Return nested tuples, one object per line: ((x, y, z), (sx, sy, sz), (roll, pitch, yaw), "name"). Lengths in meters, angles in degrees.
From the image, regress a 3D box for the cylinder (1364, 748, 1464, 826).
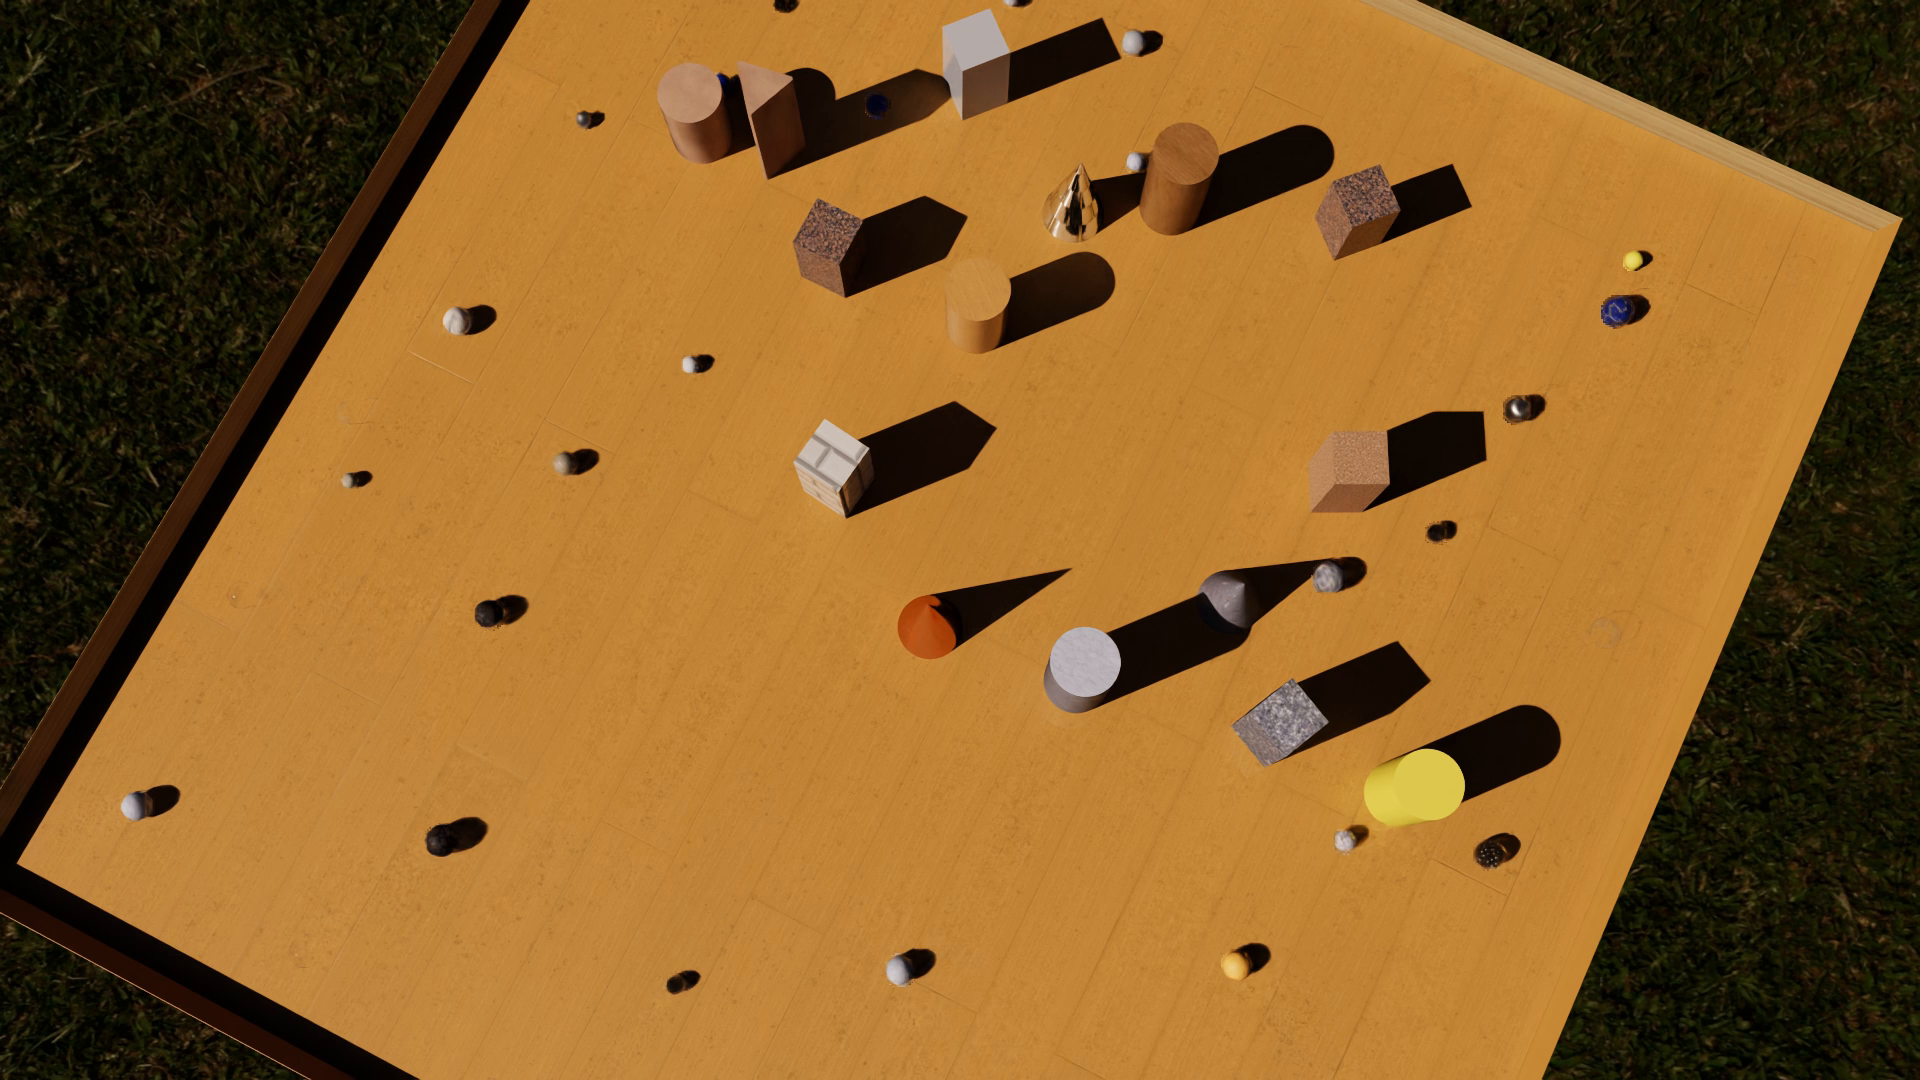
((1.302, 0.717, 5.274), (0.198, 0.381, 0.198), (0, 78, 0), "cylinder")

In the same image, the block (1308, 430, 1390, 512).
((1.156, -0.200, 5.466), (0.158, 0.375, 0.158), (0, 78, 0), "block")

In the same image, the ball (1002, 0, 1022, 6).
((0.169, -1.769, 5.946), (0.072, 0.072, 0.072), (0, 78, 0), "ball")

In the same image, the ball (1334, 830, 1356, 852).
((1.136, 0.886, 5.400), (0.064, 0.064, 0.064), (0, 78, 0), "ball")

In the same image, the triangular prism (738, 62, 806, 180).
((-0.606, -1.310, 5.640), (0.171, 0.486, 0.148), (-42, 81, -8), "triangular prism")

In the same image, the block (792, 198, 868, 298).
((-0.395, -0.897, 5.648), (0.158, 0.301, 0.158), (27, 80, 5), "block")

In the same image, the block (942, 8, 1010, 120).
((0.049, -1.486, 5.744), (0.158, 0.353, 0.158), (-22, 79, -5), "block")

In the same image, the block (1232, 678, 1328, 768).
((0.923, 0.534, 5.317), (0.158, 0.369, 0.158), (-37, 81, -7), "block")

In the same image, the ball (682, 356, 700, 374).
((-0.837, -0.545, 5.701), (0.056, 0.056, 0.056), (0, 78, 0), "ball")

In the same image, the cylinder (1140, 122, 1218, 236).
((0.669, -1.104, 5.635), (0.198, 0.412, 0.198), (0, 78, 0), "cylinder")

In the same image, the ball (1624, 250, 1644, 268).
((2.123, -0.882, 5.770), (0.057, 0.057, 0.057), (0, 78, 0), "ball")

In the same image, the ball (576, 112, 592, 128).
((-1.205, -1.347, 5.869), (0.052, 0.052, 0.052), (0, 78, 0), "ball")

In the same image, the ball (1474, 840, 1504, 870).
((1.556, 0.924, 5.382), (0.085, 0.085, 0.085), (0, 78, 0), "ball")

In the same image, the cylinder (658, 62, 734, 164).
((-0.824, -1.332, 5.734), (0.198, 0.309, 0.198), (0, 78, 0), "cylinder")

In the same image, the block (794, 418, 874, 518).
((-0.372, -0.209, 5.477), (0.158, 0.359, 0.158), (34, 80, 7), "block")

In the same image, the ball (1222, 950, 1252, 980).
((0.805, 1.235, 5.318), (0.085, 0.085, 0.085), (0, 78, 0), "ball")

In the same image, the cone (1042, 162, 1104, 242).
((0.360, -1.081, 5.631), (0.198, 0.410, 0.198), (0, 78, 0), "cone")

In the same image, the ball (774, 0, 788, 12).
((-0.583, -1.738, 5.953), (0.045, 0.045, 0.045), (0, 78, 0), "ball")

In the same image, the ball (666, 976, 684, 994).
((-0.827, 1.292, 5.321), (0.055, 0.055, 0.055), (0, 78, 0), "ball")

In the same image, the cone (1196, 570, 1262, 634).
((0.819, 0.157, 5.424), (0.198, 0.314, 0.198), (0, 78, 0), "cone")

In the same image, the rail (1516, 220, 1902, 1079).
((1.917, 0.945, 5.354), (0.045, 0.128, 4.434), (26, 80, 5), "rail")

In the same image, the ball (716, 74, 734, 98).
((-0.768, -1.450, 5.864), (0.086, 0.086, 0.086), (0, 78, 0), "ball")

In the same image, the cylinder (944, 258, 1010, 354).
((0.053, -0.712, 5.599), (0.198, 0.322, 0.198), (0, 78, 0), "cylinder")

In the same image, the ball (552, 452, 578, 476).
((-1.212, -0.234, 5.626), (0.076, 0.076, 0.076), (0, 78, 0), "ball")

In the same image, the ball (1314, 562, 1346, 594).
((1.120, 0.113, 5.543), (0.099, 0.099, 0.099), (0, 78, 0), "ball")

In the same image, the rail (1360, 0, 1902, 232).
((0.981, -1.914, 5.946), (4.333, 0.128, 0.045), (26, 80, 5), "rail")

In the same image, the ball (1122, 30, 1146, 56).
((0.562, -1.604, 5.908), (0.080, 0.080, 0.080), (0, 78, 0), "ball")

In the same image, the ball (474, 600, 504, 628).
((-1.421, 0.223, 5.526), (0.087, 0.087, 0.087), (0, 78, 0), "ball")

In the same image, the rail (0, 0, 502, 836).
((-1.917, -0.932, 5.743), (0.045, 0.128, 4.434), (26, 80, 5), "rail")

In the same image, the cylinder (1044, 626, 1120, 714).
((0.350, 0.382, 5.324), (0.198, 0.418, 0.198), (0, 78, 0), "cylinder")

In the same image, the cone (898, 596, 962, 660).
((-0.091, 0.221, 5.356), (0.198, 0.421, 0.198), (0, 78, 0), "cone")

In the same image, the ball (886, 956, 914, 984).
((-0.174, 1.248, 5.316), (0.083, 0.083, 0.083), (0, 78, 0), "ball")

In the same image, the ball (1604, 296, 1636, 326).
((2.056, -0.714, 5.716), (0.094, 0.094, 0.094), (0, 78, 0), "ball")

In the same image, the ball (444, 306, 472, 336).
((-1.565, -0.682, 5.713), (0.089, 0.089, 0.089), (0, 78, 0), "ball")

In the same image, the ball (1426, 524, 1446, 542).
((1.454, -0.021, 5.590), (0.060, 0.060, 0.060), (0, 78, 0), "ball")

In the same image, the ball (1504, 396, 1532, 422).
((1.723, -0.403, 5.658), (0.082, 0.082, 0.082), (0, 78, 0), "ball")

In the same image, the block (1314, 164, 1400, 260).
((1.229, -1.012, 5.679), (0.158, 0.287, 0.158), (-20, 79, -4), "block")

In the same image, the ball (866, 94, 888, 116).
((-0.265, -1.395, 5.869), (0.071, 0.071, 0.071), (0, 78, 0), "ball")

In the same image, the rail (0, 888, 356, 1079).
((-0.981, 1.928, 5.151), (4.333, 0.128, 0.045), (26, 80, 5), "rail")

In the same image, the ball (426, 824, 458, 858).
((-1.522, 0.884, 5.385), (0.095, 0.095, 0.095), (0, 78, 0), "ball")

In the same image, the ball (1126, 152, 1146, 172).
((0.560, -1.204, 5.834), (0.061, 0.061, 0.061), (0, 78, 0), "ball")

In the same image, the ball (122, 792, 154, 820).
((-2.429, 0.785, 5.410), (0.086, 0.086, 0.086), (0, 78, 0), "ball")

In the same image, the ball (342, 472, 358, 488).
((-1.874, -0.183, 5.630), (0.049, 0.049, 0.049), (0, 78, 0), "ball")
